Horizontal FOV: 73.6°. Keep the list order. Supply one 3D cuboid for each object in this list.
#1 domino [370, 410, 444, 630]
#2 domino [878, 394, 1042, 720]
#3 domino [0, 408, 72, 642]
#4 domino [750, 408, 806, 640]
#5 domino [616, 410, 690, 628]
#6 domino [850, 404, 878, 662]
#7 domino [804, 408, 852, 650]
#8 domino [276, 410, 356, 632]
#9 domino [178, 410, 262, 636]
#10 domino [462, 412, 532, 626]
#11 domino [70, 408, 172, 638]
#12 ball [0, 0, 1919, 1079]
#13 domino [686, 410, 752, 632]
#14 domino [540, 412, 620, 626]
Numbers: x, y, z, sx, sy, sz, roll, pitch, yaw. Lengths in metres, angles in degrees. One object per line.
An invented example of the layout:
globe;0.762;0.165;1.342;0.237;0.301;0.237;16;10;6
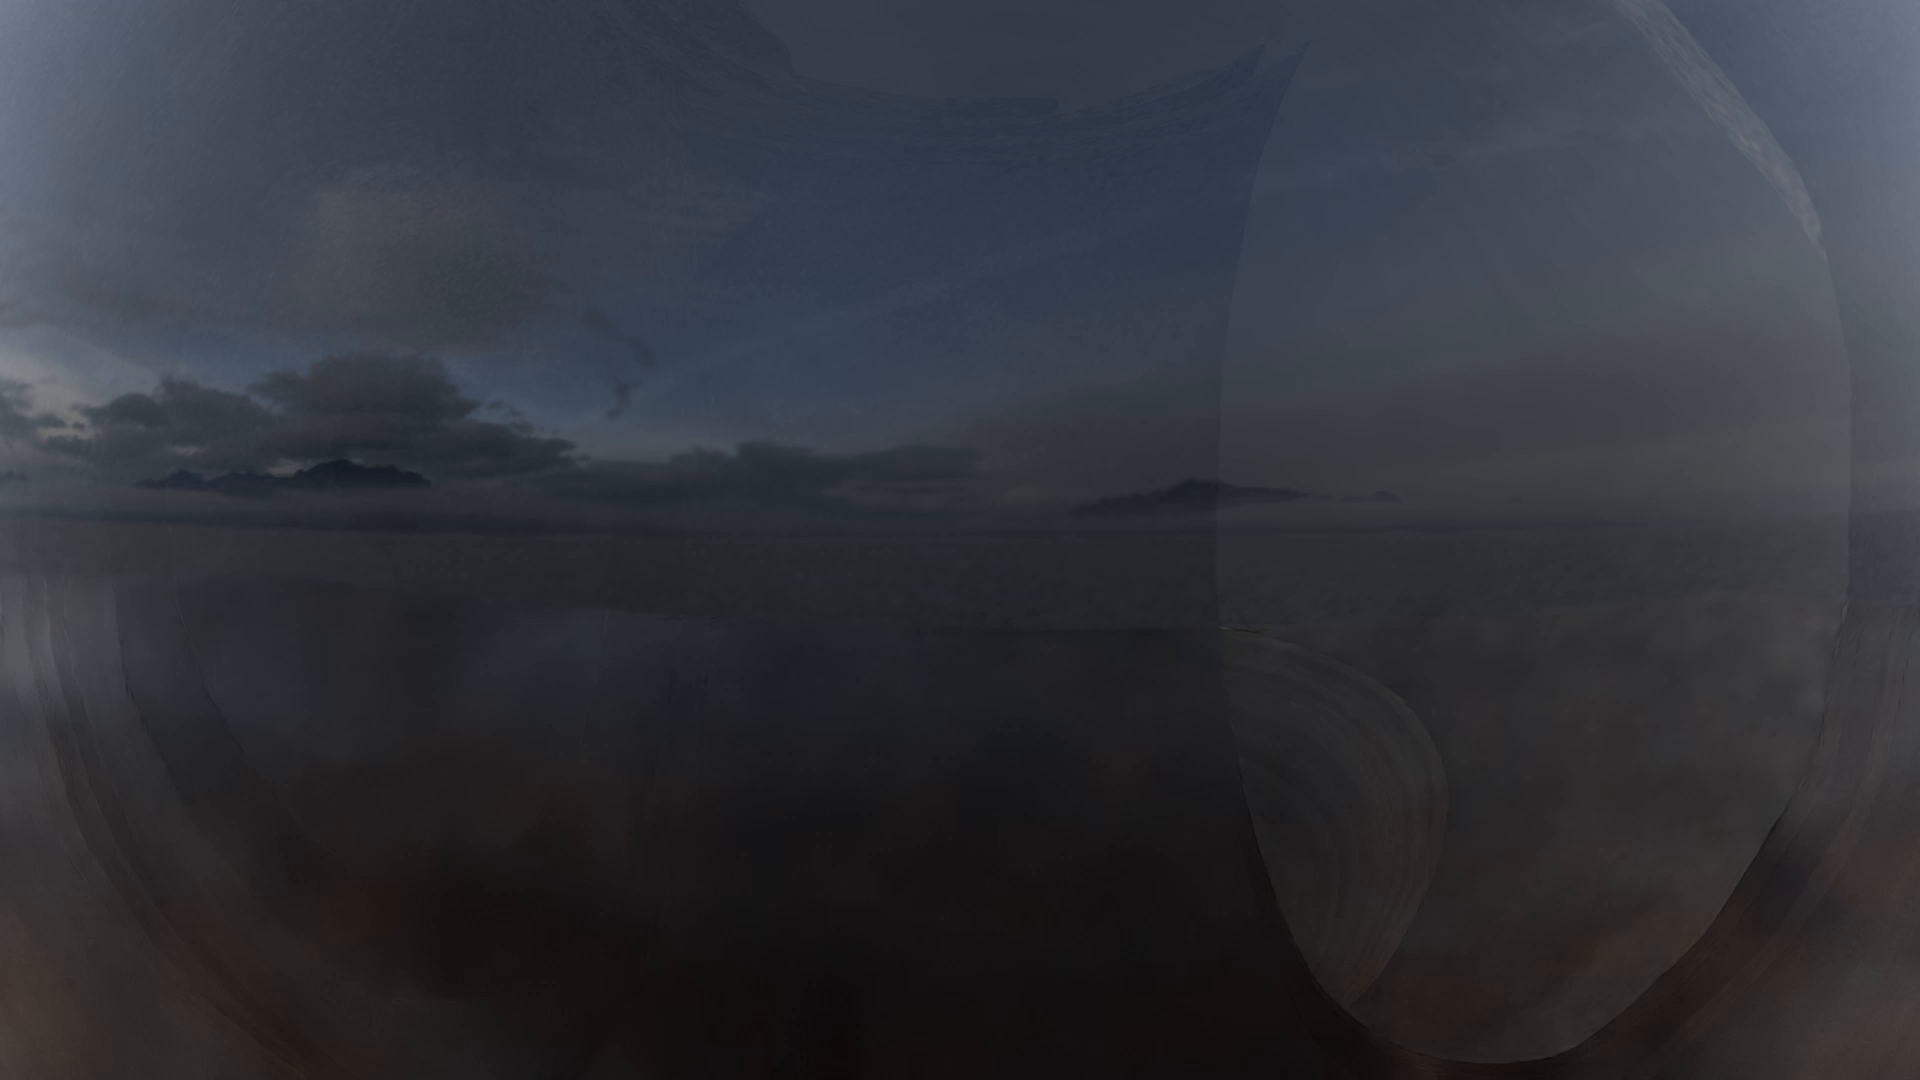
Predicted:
domino;-0.131;-0.005;0.306;0.010;0.050;0.025;-1;4;-11
domino;0.000;0.002;0.201;0.025;0.050;0.009;0;4;0
domino;-0.210;-0.004;0.287;0.009;0.050;0.025;-1;4;-16
domino;-0.035;-0.004;0.290;0.010;0.050;0.025;3;5;37
domino;-0.071;-0.005;0.307;0.010;0.050;0.025;1;4;14
domino;-0.009;-0.002;0.260;0.025;0.050;0.009;-2;5;-28
domino;-0.020;-0.003;0.276;0.025;0.050;0.010;-4;6;-41
domino;-0.151;-0.005;0.302;0.009;0.050;0.025;-1;4;-13
domino;-0.171;-0.005;0.297;0.009;0.050;0.025;-1;4;-16
domino;-0.111;-0.006;0.310;0.009;0.050;0.025;-1;4;-7
domino;-0.190;-0.004;0.292;0.009;0.050;0.025;-1;4;-13
ball;0.000;-0.002;0.056;0.080;0.080;0.080;0;4;0
domino;-0.052;-0.005;0.300;0.010;0.050;0.025;2;5;24
domino;-0.091;-0.006;0.310;0.009;0.050;0.025;0;4;4
